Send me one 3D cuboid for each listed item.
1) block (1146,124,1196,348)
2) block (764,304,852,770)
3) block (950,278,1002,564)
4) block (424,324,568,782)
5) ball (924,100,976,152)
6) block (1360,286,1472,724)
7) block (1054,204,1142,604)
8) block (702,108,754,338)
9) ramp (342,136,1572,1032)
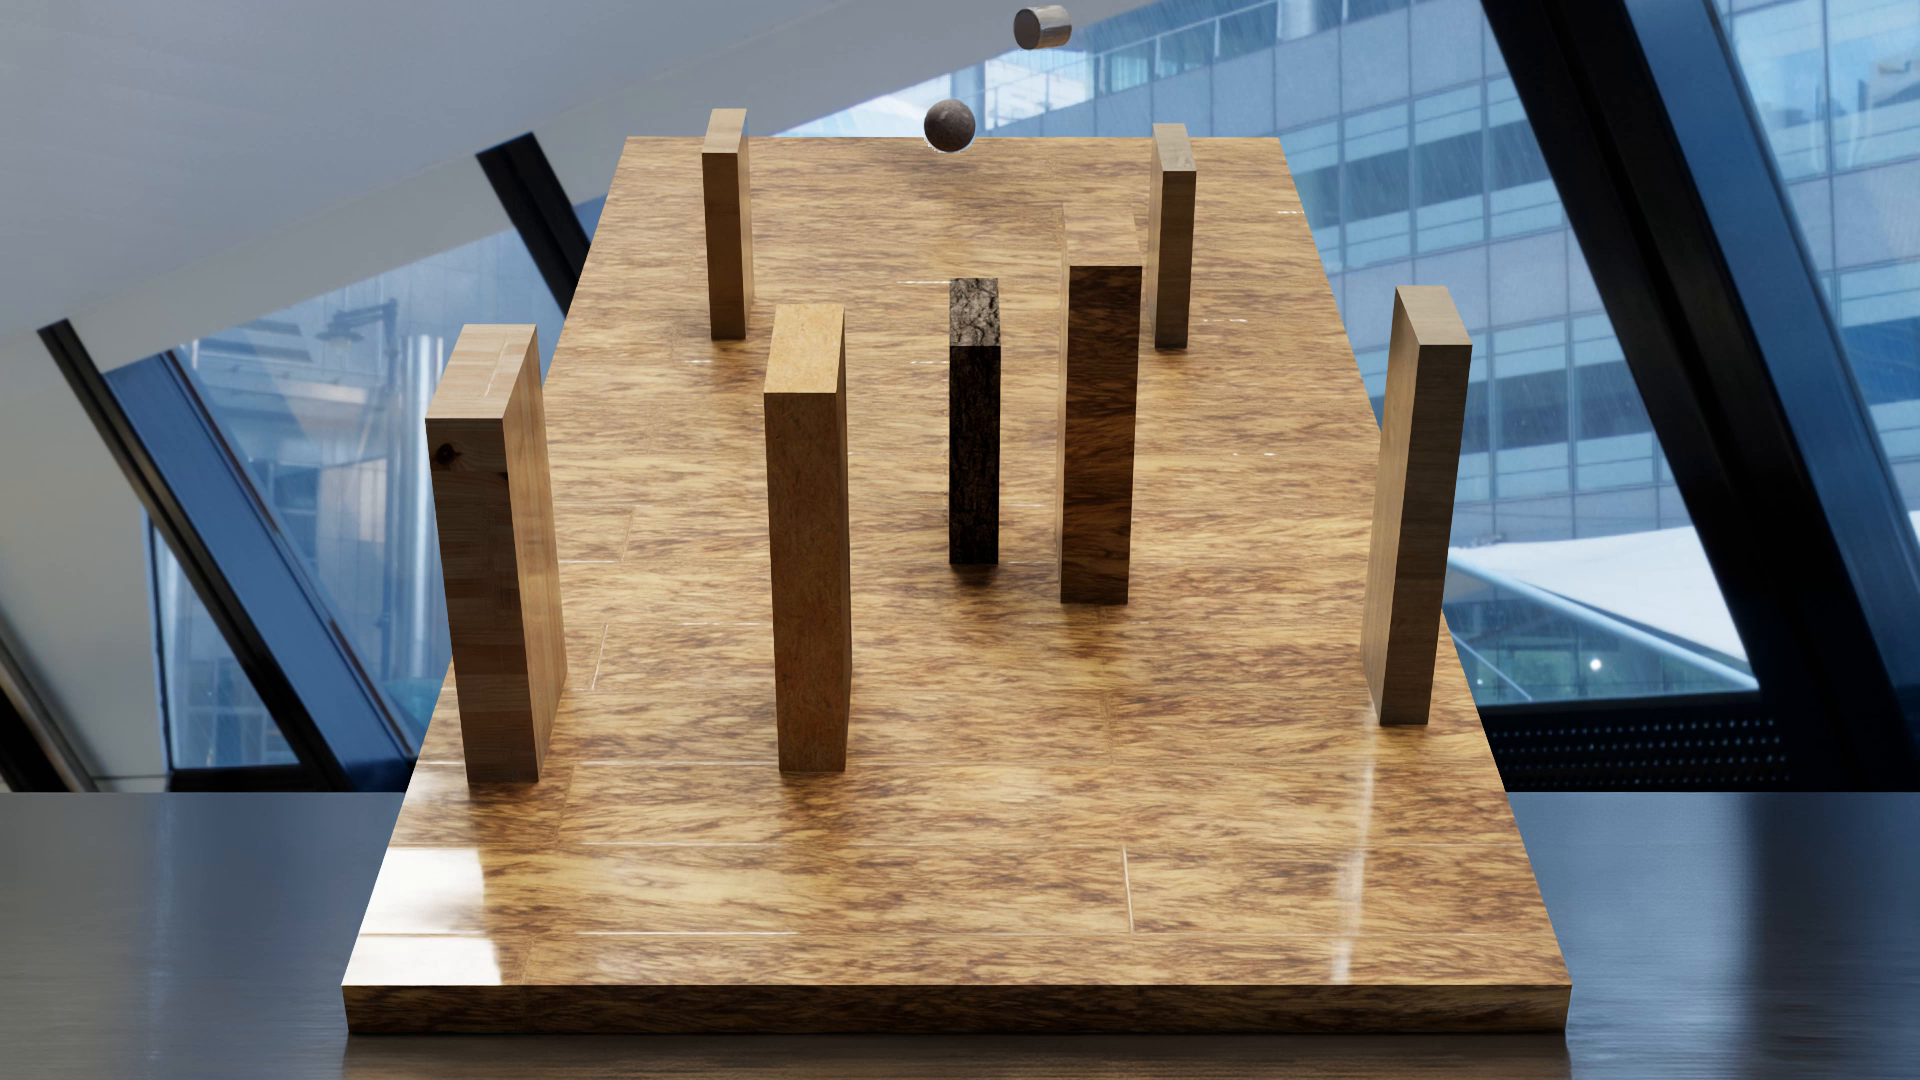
[{"bbox_3d":[0.531,-0.771,6.088,0.081,0.471,0.339,0,29,0],"label":"block"},{"bbox_3d":[-0.272,-0.001,4.406,0.122,0.774,0.367,0,29,0],"label":"block"},{"bbox_3d":[0.029,-0.256,5.133,0.104,0.507,0.347,0,29,0],"label":"block"},{"bbox_3d":[-0.835,0.025,4.387,0.130,0.743,0.382,0,29,0],"label":"block"},{"bbox_3d":[-0.030,-1.201,6.975,0.151,0.151,0.151,0,-6,0],"label":"ball"},{"bbox_3d":[0.844,-0.058,4.494,0.092,0.793,0.258,0,29,0],"label":"block"},{"bbox_3d":[0.277,-0.276,4.921,0.139,0.751,0.325,0,29,0],"label":"block"},{"bbox_3d":[-0.587,-0.804,6.113,0.087,0.497,0.321,0,29,0],"label":"block"},{"bbox_3d":[-0.013,-0.214,5.677,2.000,0.100,4.000,0,29,0],"label":"ramp"}]
